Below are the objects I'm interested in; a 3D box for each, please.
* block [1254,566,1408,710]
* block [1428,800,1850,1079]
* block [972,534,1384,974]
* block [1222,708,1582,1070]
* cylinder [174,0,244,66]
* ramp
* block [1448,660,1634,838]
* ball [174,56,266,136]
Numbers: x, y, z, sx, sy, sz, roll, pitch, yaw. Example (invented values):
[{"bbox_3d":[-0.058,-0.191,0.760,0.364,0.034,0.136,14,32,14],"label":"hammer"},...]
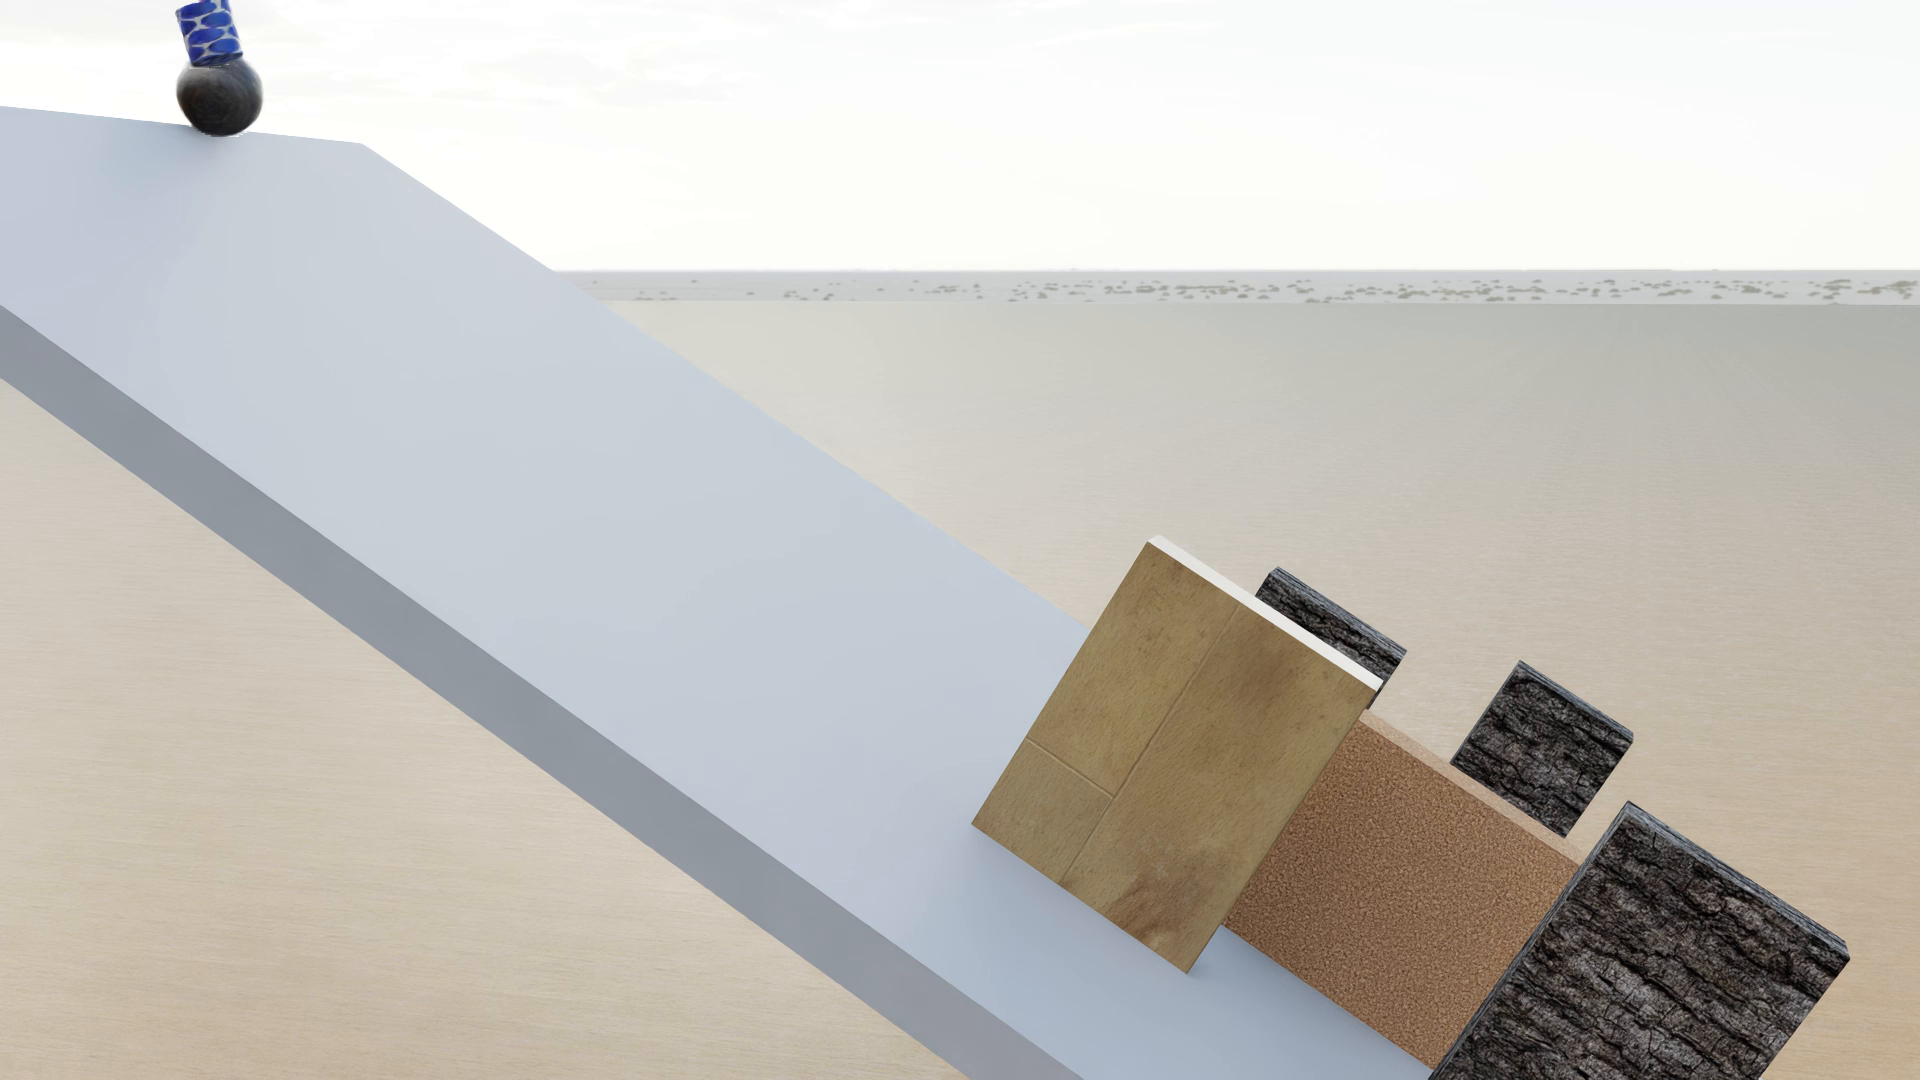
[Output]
[{"bbox_3d":[0.684,0.318,4.608,0.321,0.406,0.119,34,15,11],"label":"block"},{"bbox_3d":[0.902,0.744,3.111,0.343,0.673,0.086,34,15,11],"label":"block"},{"bbox_3d":[0.344,0.345,3.546,0.425,0.560,0.091,34,15,11],"label":"block"},{"bbox_3d":[0.747,0.592,3.765,0.443,0.438,0.101,34,15,11],"label":"block"},{"bbox_3d":[-1.499,-1.013,4.393,0.107,0.107,0.107,-14,7,2],"label":"cylinder"},{"bbox_3d":[-0.161,0.266,4.116,4.000,0.100,2.000,34,15,11],"label":"ramp"},{"bbox_3d":[1.004,0.538,4.173,0.246,0.578,0.090,34,15,11],"label":"block"},{"bbox_3d":[-1.608,-0.973,4.779,0.186,0.186,0.186,0,7,0],"label":"ball"}]
